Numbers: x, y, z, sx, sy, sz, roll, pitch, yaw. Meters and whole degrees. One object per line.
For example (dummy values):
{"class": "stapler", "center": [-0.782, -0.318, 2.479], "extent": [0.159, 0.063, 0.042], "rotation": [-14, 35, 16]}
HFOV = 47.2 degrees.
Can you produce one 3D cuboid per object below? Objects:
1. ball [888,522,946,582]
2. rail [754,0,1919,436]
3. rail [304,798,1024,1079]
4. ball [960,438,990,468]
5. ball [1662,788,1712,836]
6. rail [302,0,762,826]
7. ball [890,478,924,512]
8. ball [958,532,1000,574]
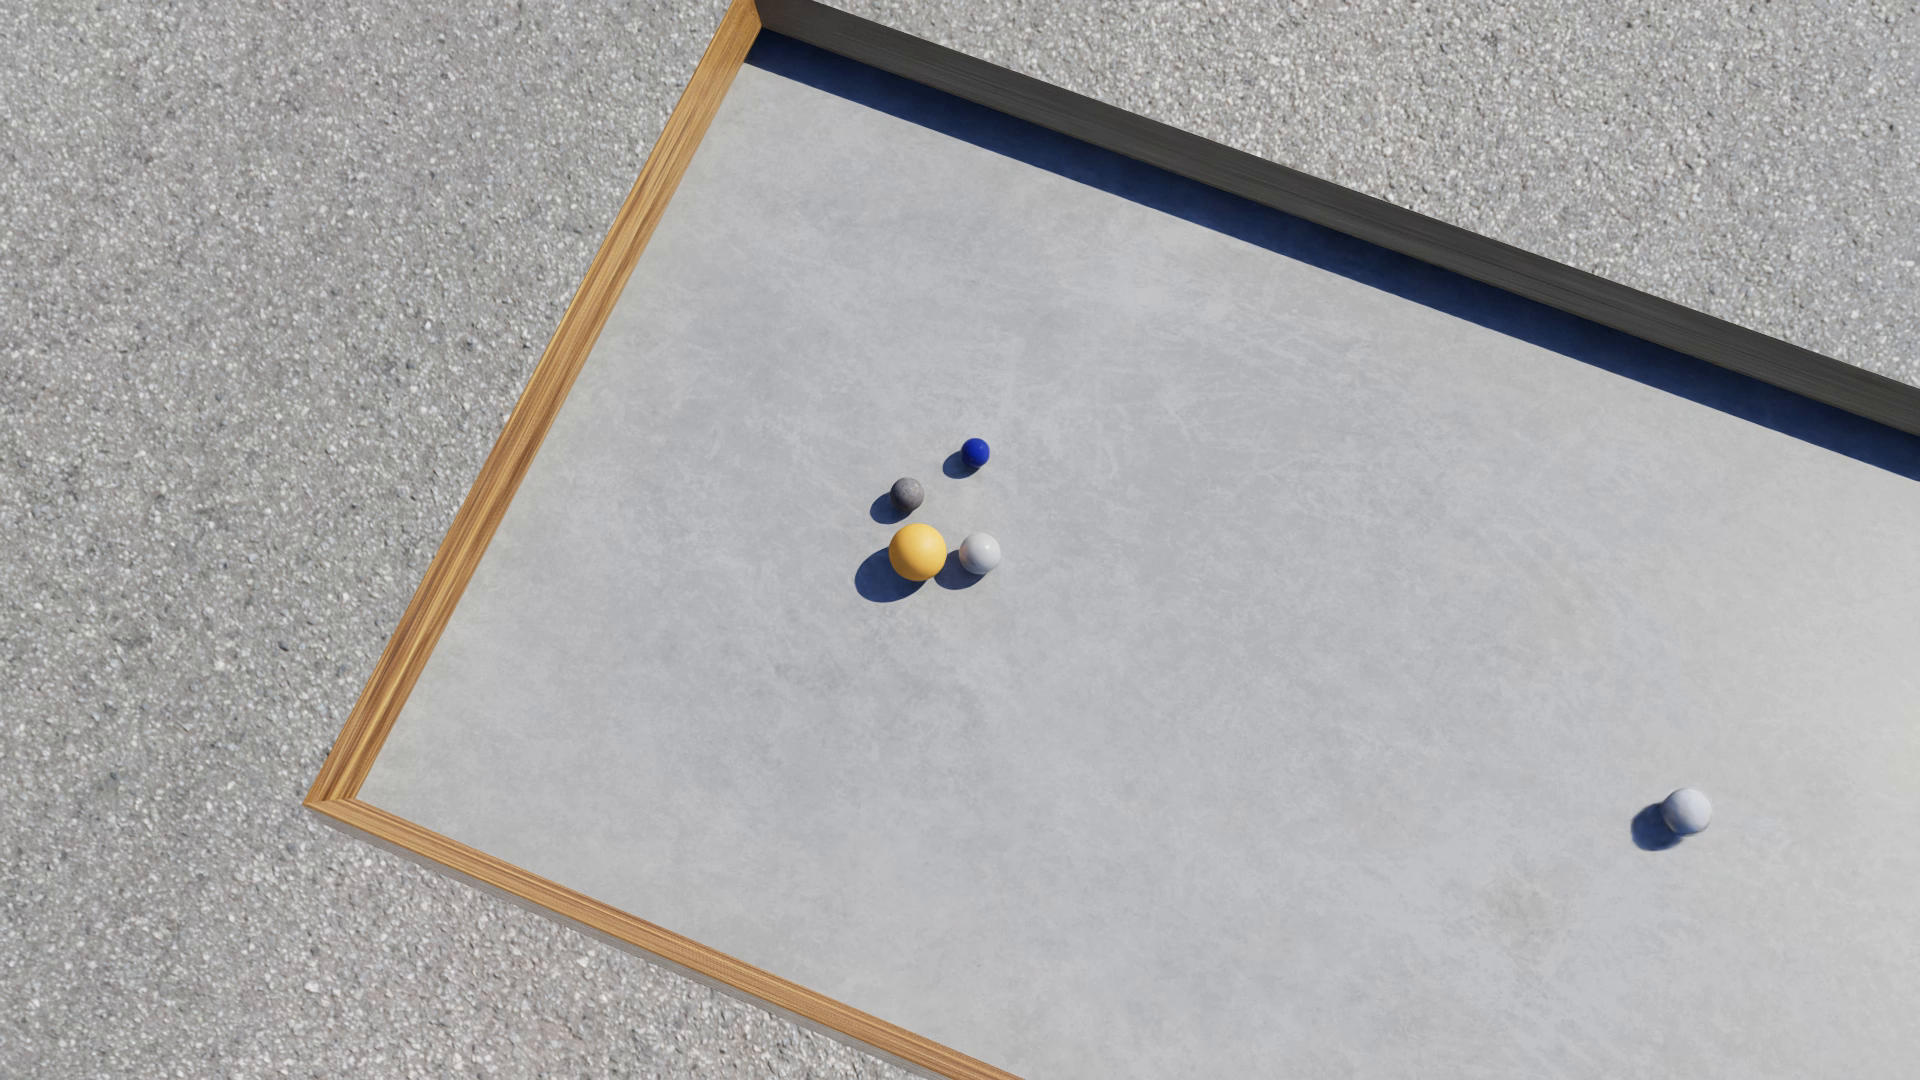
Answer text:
{"class": "ball", "center": [-0.066, 0.019, 3.454], "extent": [0.092, 0.092, 0.092], "rotation": [0, 69, 0]}
{"class": "rail", "center": [0.958, -0.410, 3.607], "extent": [2.887, 0.119, 0.045], "rotation": [21, 70, 8]}
{"class": "rail", "center": [0.376, 0.903, 3.092], "extent": [2.887, 0.119, 0.045], "rotation": [21, 70, 8]}
{"class": "ball", "center": [0.025, -0.141, 3.540], "extent": [0.049, 0.049, 0.049], "rotation": [0, 69, 0]}
{"class": "ball", "center": [1.095, 0.409, 3.312], "extent": [0.072, 0.072, 0.072], "rotation": [0, 69, 0]}
{"class": "rail", "center": [-0.645, -0.258, 3.547], "extent": [0.045, 0.119, 1.573], "rotation": [21, 70, 8]}
{"class": "ball", "center": [-0.084, -0.073, 3.510], "extent": [0.055, 0.055, 0.055], "rotation": [0, 69, 0]}
{"class": "ball", "center": [0.031, 0.021, 3.467], "extent": [0.067, 0.067, 0.067], "rotation": [0, 69, 0]}
